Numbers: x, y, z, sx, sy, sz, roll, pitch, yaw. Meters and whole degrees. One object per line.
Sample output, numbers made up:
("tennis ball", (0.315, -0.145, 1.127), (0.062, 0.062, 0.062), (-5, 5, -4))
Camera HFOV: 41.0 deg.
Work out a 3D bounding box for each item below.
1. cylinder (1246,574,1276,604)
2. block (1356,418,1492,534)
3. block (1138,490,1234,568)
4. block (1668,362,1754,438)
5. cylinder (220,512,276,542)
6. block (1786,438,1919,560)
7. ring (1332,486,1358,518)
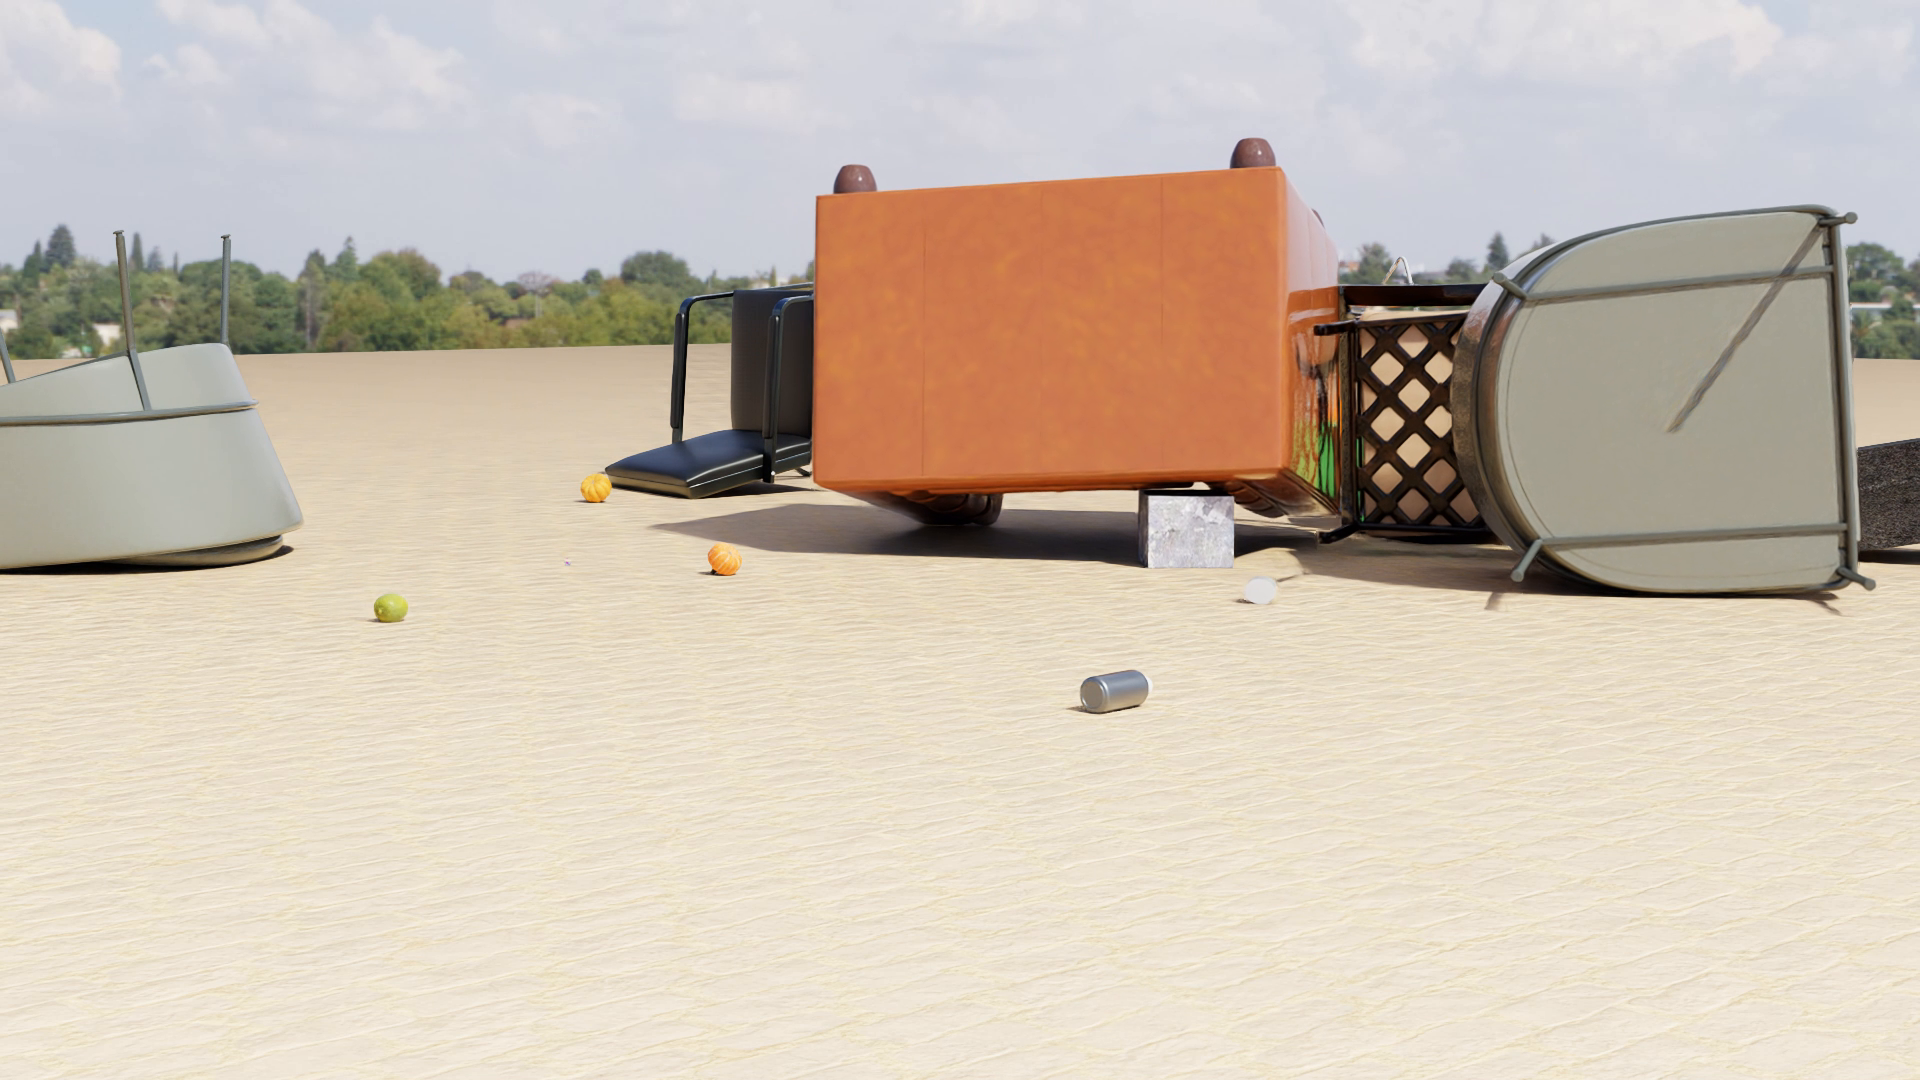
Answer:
("cylinder", (0.608, 0.101, 5.181), (0.062, 0.051, 0.056), (7, 15, 6))
("block", (1.211, -0.171, 6.712), (0.321, 0.278, 0.260), (0, 6, 5))
("block", (0.516, -0.027, 5.877), (0.193, 0.162, 0.200), (0, 6, -3))
("block", (3.092, -0.580, 10.569), (0.255, 0.303, 0.223), (-1, 6, -14))
("cylinder", (-1.786, -0.026, 6.433), (0.118, 0.046, 0.121), (-26, 7, -26))
("block", (2.176, -0.108, 6.016), (0.353, 0.231, 0.334), (-10, 0, 32))
("ring", (1.176, -0.097, 6.963), (0.345, 0.082, 0.196), (4, 8, 26))
